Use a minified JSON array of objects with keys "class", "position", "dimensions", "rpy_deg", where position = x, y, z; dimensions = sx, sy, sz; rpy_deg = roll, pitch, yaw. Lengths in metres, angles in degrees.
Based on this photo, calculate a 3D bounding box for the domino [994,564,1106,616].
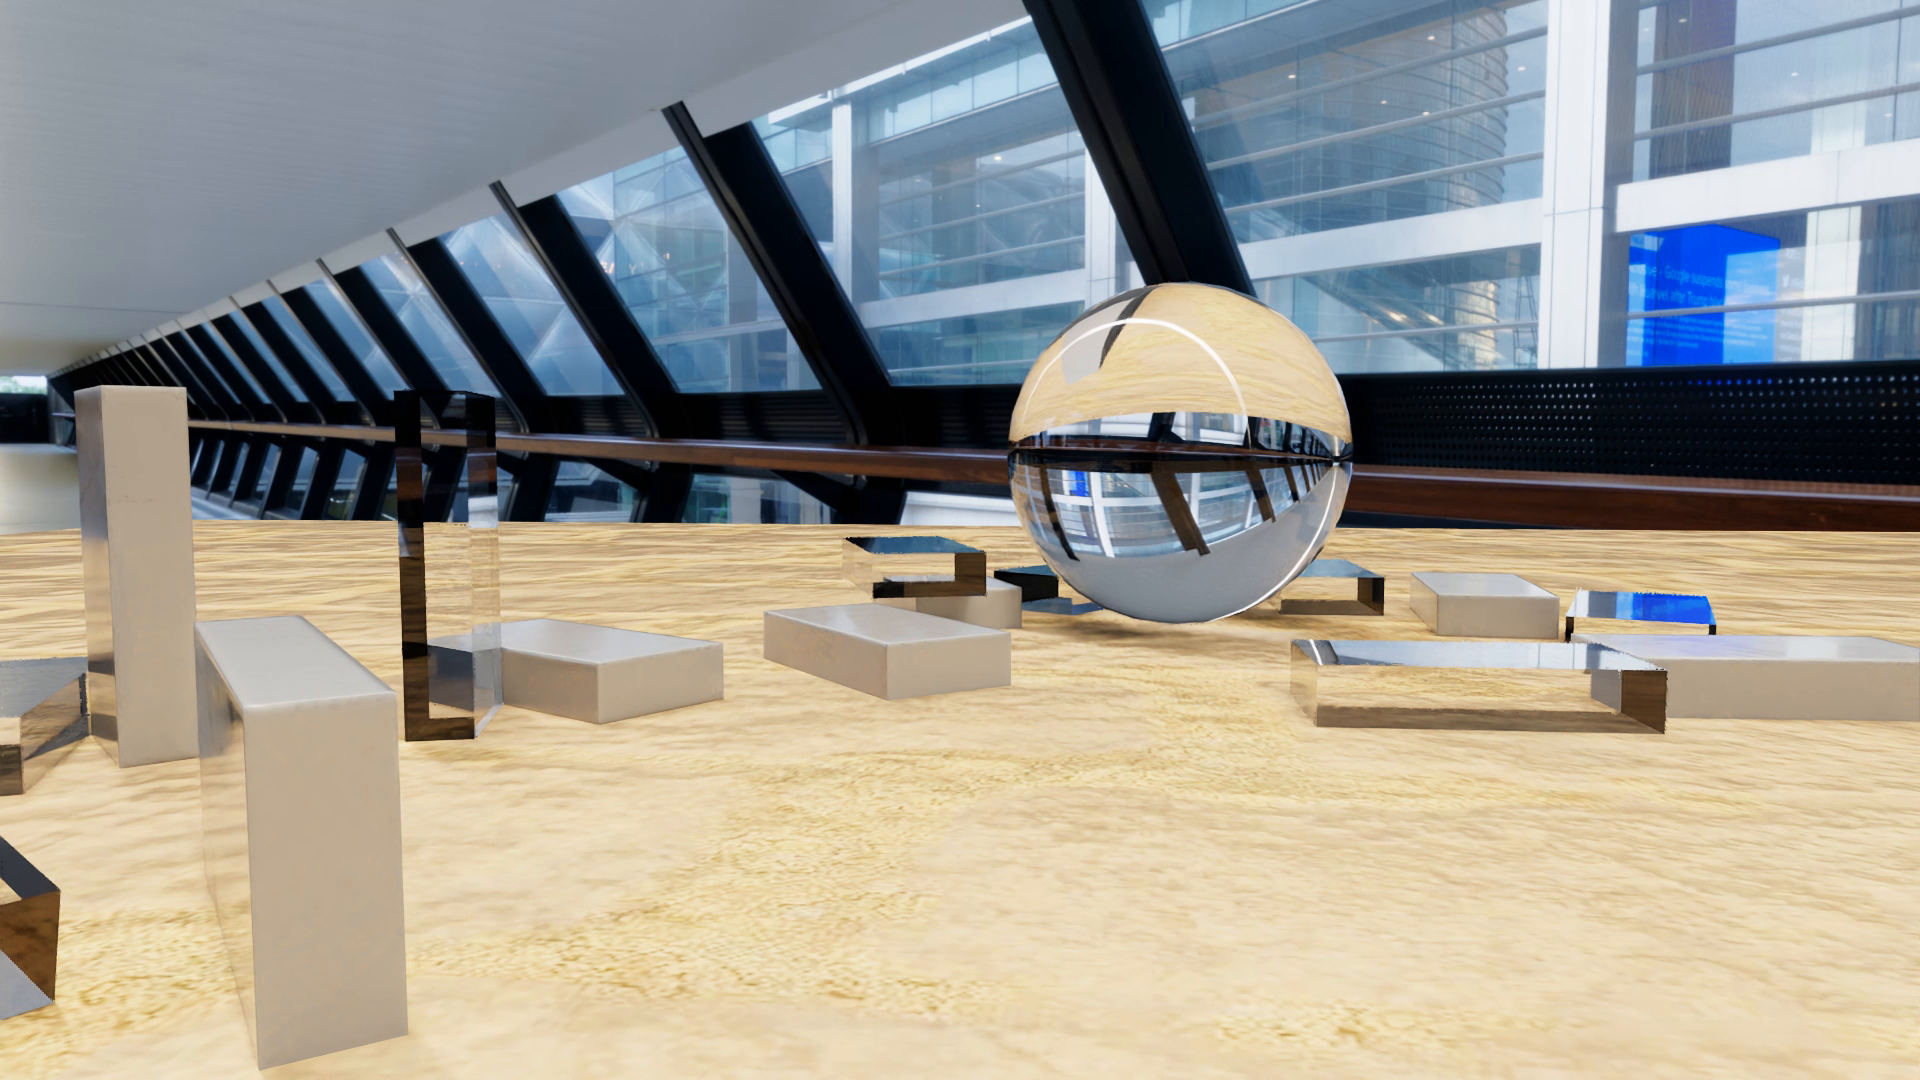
[{"class":"domino","position":[0.035,0.012,0.346],"dimensions":[0.025,0.009,0.050],"rpy_deg":[4,6,40]}]

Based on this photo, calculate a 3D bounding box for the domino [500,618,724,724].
[{"class":"domino","position":[-0.067,0.021,0.219],"dimensions":[0.050,0.010,0.025],"rpy_deg":[3,5,37]}]

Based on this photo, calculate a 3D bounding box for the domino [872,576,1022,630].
[{"class":"domino","position":[-0.004,0.014,0.317],"dimensions":[0.025,0.009,0.050],"rpy_deg":[-1,4,-15]}]

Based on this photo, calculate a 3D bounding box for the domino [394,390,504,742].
[{"class":"domino","position":[-0.077,0.003,0.195],"dimensions":[0.009,0.050,0.025],"rpy_deg":[-1,4,-11]}]

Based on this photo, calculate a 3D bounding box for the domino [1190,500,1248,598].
[{"class":"domino","position":[0.077,0.002,0.380],"dimensions":[0.009,0.025,0.050],"rpy_deg":[2,5,20]}]

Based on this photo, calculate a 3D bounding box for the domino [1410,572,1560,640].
[{"class":"domino","position":[0.123,0.015,0.305],"dimensions":[0.025,0.009,0.050],"rpy_deg":[1,4,13]}]

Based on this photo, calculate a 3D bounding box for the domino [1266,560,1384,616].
[{"class":"domino","position":[0.095,0.012,0.343],"dimensions":[0.025,0.009,0.050],"rpy_deg":[0,4,6]}]

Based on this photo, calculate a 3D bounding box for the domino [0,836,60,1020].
[{"class":"domino","position":[-0.095,0.025,0.099],"dimensions":[0.050,0.009,0.025],"rpy_deg":[18,13,31]}]

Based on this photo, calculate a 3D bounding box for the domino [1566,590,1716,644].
[{"class":"domino","position":[0.139,0.018,0.263],"dimensions":[0.025,0.009,0.050],"rpy_deg":[2,5,28]}]

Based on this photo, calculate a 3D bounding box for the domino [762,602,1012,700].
[{"class":"domino","position":[-0.015,0.020,0.240],"dimensions":[0.025,0.009,0.050],"rpy_deg":[-3,5,-33]}]

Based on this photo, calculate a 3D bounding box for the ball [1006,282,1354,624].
[{"class":"ball","position":[0.051,-0.020,0.302],"dimensions":[0.080,0.080,0.080],"rpy_deg":[0,4,0]}]

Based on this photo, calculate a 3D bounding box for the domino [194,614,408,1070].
[{"class":"domino","position":[-0.058,0.022,0.110],"dimensions":[0.009,0.025,0.050],"rpy_deg":[-3,5,-34]}]

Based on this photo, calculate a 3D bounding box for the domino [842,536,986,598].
[{"class":"domino","position":[-0.012,0.006,0.301],"dimensions":[0.025,0.009,0.050],"rpy_deg":[-1,4,-13]}]

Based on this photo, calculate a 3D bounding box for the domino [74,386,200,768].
[{"class":"domino","position":[-0.115,0.004,0.179],"dimensions":[0.009,0.050,0.025],"rpy_deg":[-4,6,-41]}]

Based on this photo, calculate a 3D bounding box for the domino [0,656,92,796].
[{"class":"domino","position":[-0.135,0.025,0.174],"dimensions":[0.025,0.009,0.050],"rpy_deg":[-2,5,-23]}]

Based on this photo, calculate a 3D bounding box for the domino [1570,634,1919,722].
[{"class":"domino","position":[0.131,0.022,0.210],"dimensions":[0.050,0.009,0.025],"rpy_deg":[0,4,4]}]

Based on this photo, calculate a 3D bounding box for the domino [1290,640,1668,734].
[{"class":"domino","position":[0.080,0.023,0.203],"dimensions":[0.050,0.009,0.025],"rpy_deg":[0,4,5]}]
